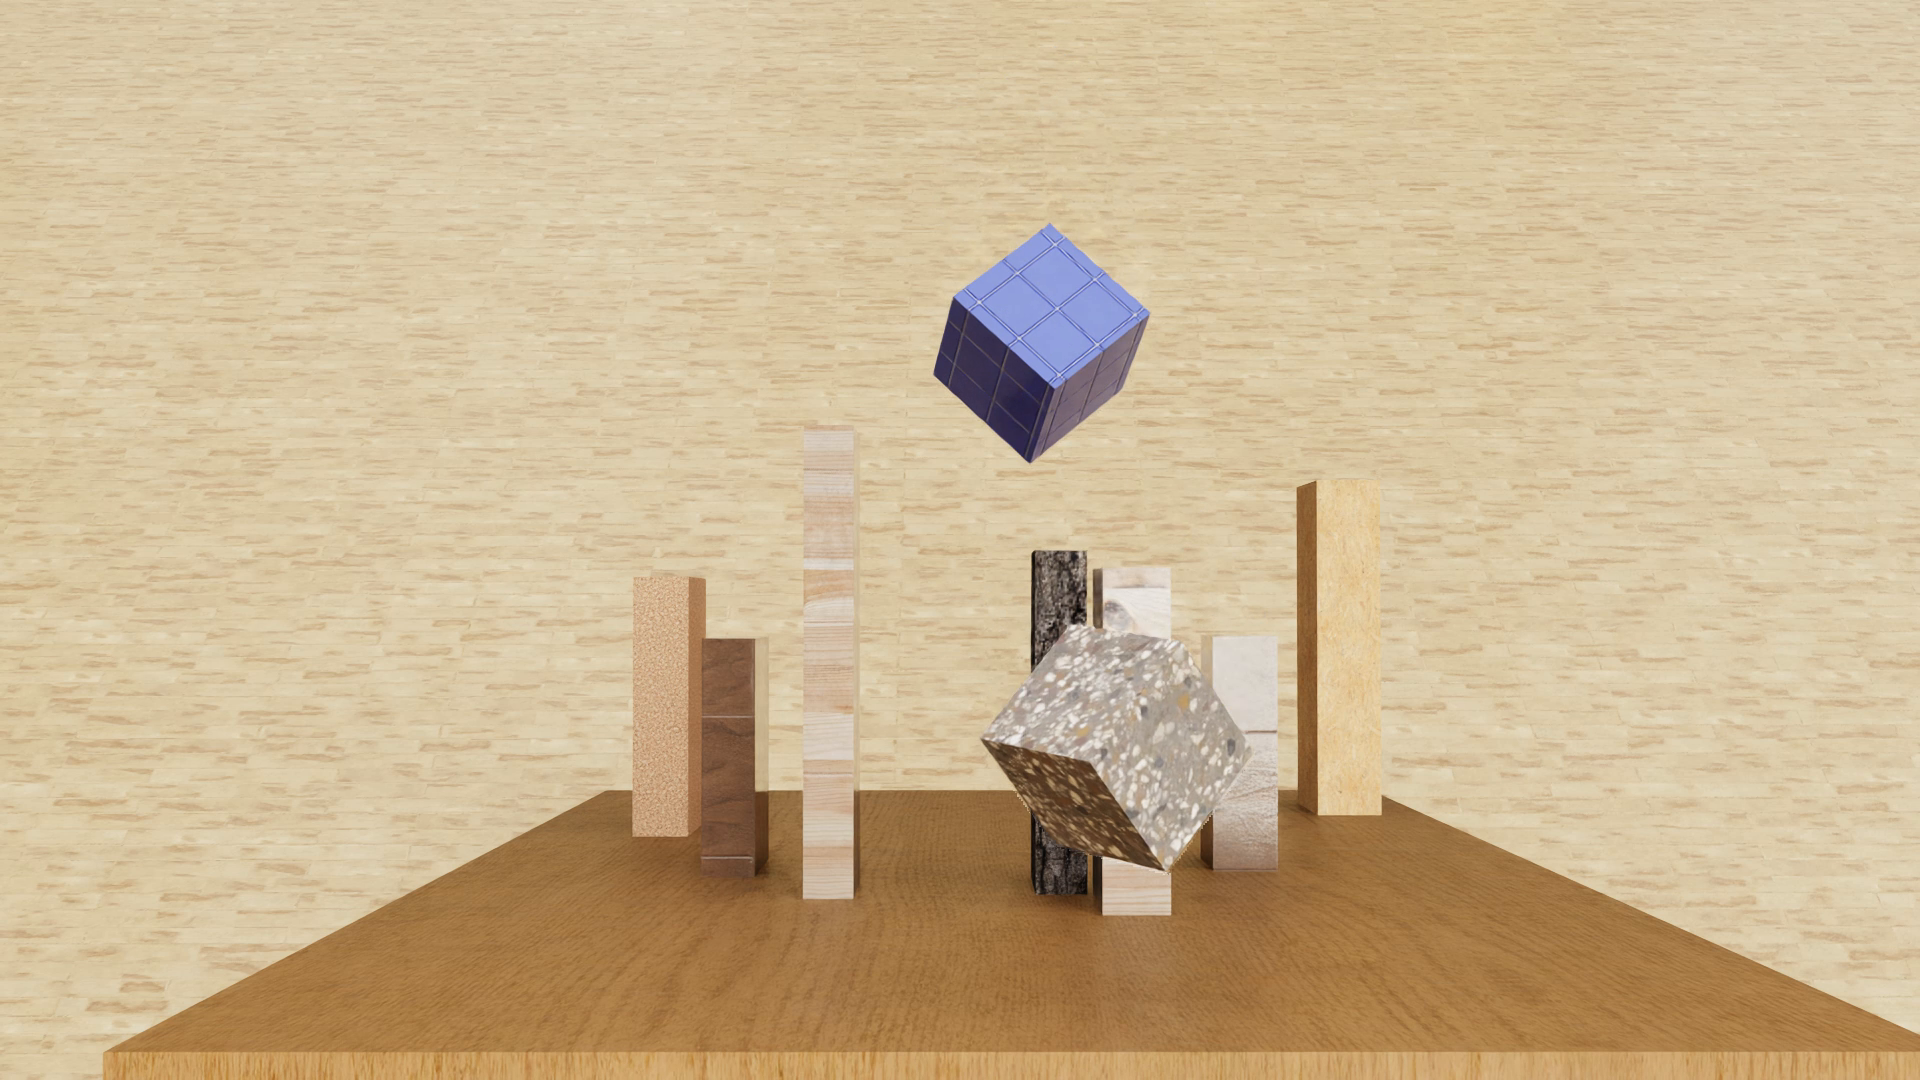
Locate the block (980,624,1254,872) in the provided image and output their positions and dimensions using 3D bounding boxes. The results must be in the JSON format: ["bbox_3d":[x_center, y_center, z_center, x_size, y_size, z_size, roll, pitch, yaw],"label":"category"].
[{"bbox_3d":[0.194,0.254,3.207,0.198,0.198,0.198,7,50,50],"label":"block"}]

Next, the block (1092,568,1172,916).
[{"bbox_3d":[0.275,0.317,4.194,0.106,0.541,0.296,0,-1,0],"label":"block"}]

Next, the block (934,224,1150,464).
[{"bbox_3d":[0.092,-0.224,2.973,0.159,0.159,0.159,43,63,15],"label":"block"}]

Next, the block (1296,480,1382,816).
[{"bbox_3d":[0.898,0.252,6.170,0.146,0.772,0.360,0,-1,0],"label":"block"}]

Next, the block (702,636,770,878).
[{"bbox_3d":[-0.412,0.391,4.778,0.095,0.424,0.335,0,-1,0],"label":"block"}]

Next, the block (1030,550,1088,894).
[{"bbox_3d":[0.169,0.308,4.474,0.086,0.575,0.277,0,-1,0],"label":"block"}]

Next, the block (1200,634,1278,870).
[{"bbox_3d":[0.519,0.391,4.843,0.118,0.426,0.244,0,-1,0],"label":"block"}]

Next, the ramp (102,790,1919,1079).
[{"bbox_3d":[0.075,0.653,4.797,2.000,0.100,4.000,0,-1,0],"label":"ramp"}]

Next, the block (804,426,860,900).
[{"bbox_3d":[-0.217,0.204,4.415,0.083,0.780,0.282,0,-1,0],"label":"block"}]

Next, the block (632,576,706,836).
[{"bbox_3d":[-0.627,0.353,5.620,0.116,0.543,0.373,0,-1,0],"label":"block"}]
